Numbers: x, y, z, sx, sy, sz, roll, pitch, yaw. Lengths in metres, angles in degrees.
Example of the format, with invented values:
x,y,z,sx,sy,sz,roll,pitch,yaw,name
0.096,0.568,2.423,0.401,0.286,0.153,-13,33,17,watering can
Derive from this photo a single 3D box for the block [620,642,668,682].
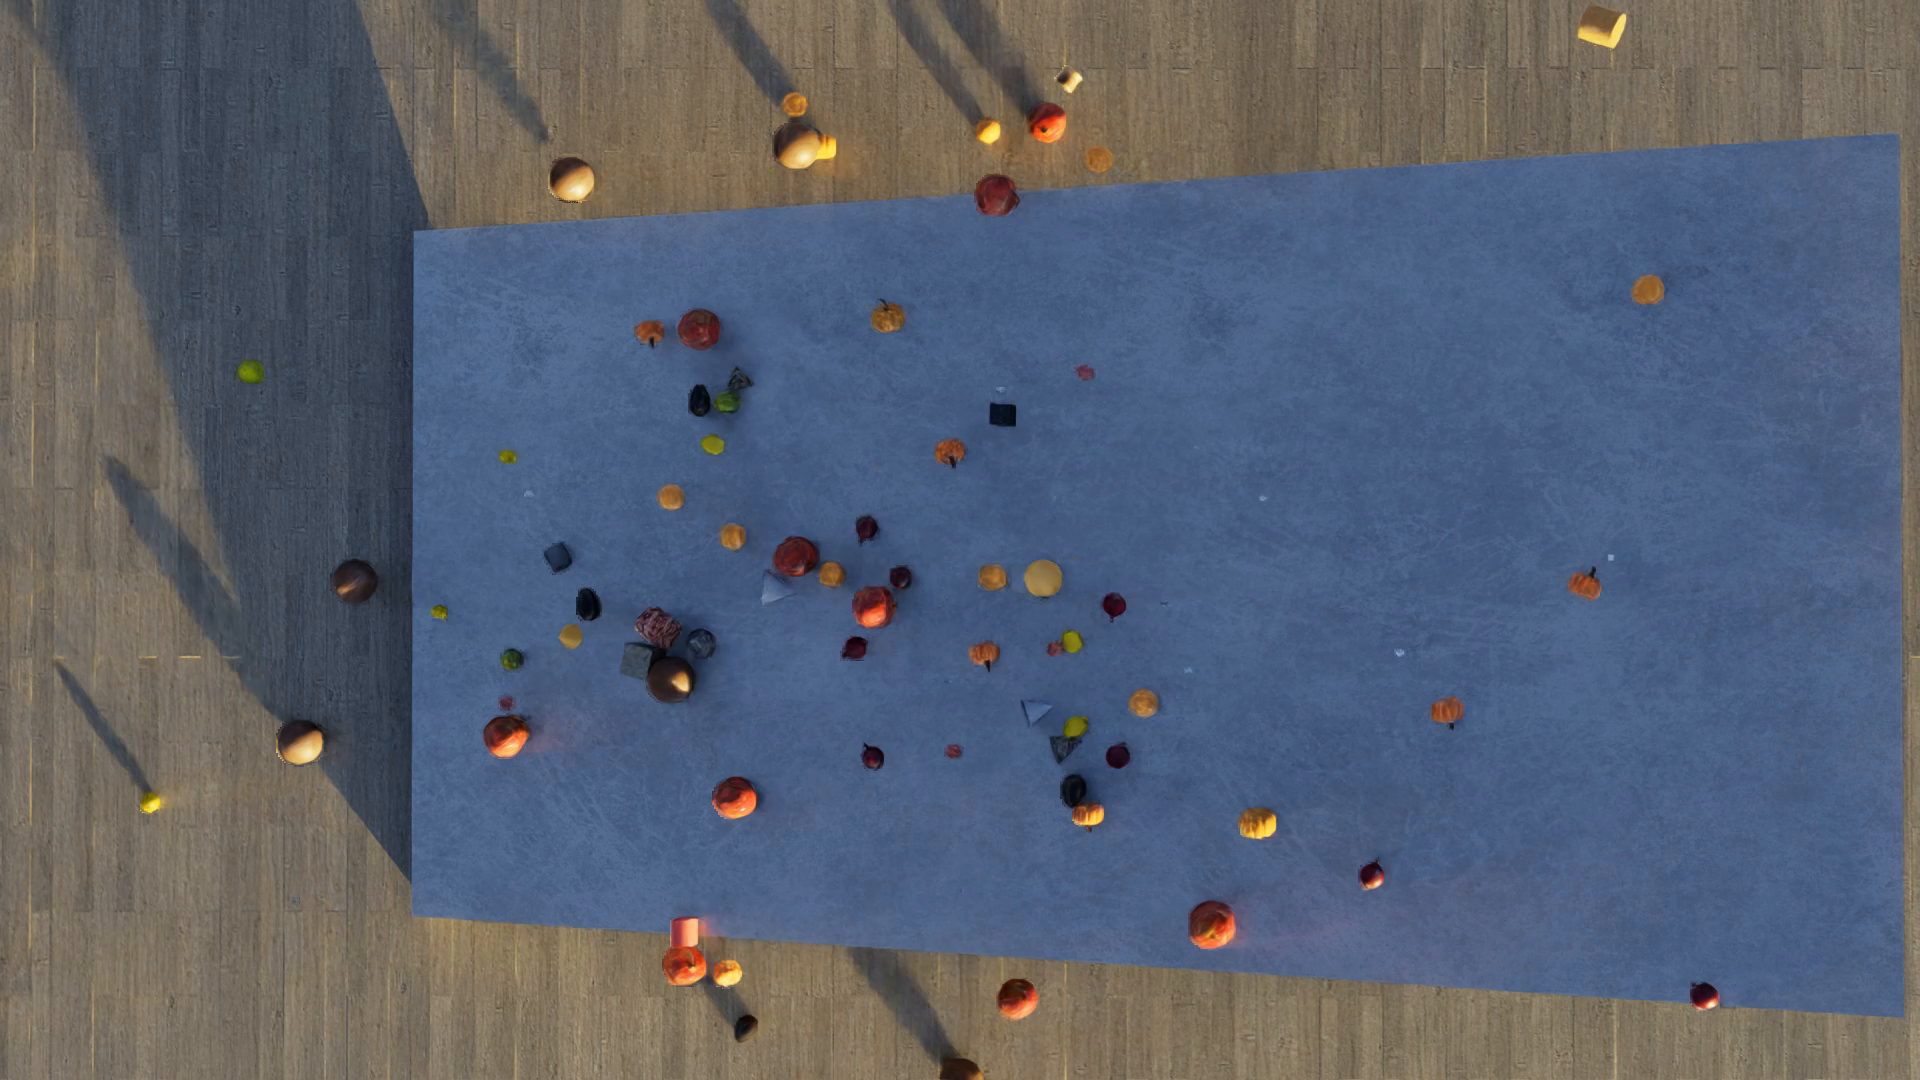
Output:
x,y,z,sx,sy,sz,roll,pitch,yaw,name
-0.877,0.337,6.092,0.086,0.086,0.086,13,94,21,block

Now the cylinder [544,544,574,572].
x,y,z,sx,sy,sz,roll,pitch,yaw,name
-1.133,0.051,6.206,0.061,0.061,0.061,-29,81,0,cylinder

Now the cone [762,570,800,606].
x,y,z,sx,sy,sz,roll,pitch,yaw,name
-0.483,0.134,5.963,0.100,0.100,0.100,6,89,-5,cone

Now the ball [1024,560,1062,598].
x,y,z,sx,sy,sz,roll,pitch,yaw,name
0.215,0.099,5.662,0.098,0.098,0.098,0,89,0,ball

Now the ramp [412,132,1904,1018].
x,y,z,sx,sy,sz,roll,pitch,yaw,name
0.282,0.087,5.742,4.000,0.100,2.000,0,89,21,ramp

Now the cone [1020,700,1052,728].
x,y,z,sx,sy,sz,roll,pitch,yaw,name
0.206,0.439,5.695,0.078,0.078,0.078,-16,89,-6,cone

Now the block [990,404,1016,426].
x,y,z,sx,sy,sz,roll,pitch,yaw,name
0.112,-0.326,5.731,0.054,0.054,0.054,3,90,21,block

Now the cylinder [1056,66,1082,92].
x,y,z,sx,sy,sz,roll,pitch,yaw,name
0.311,-1.313,6.270,0.055,0.055,0.055,41,99,0,cylinder

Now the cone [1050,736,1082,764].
x,y,z,sx,sy,sz,roll,pitch,yaw,name
0.280,0.530,5.665,0.079,0.079,0.079,-17,89,-7,cone

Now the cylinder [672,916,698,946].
x,y,z,sx,sy,sz,roll,pitch,yaw,name
-0.755,1.075,6.036,0.072,0.072,0.072,-1,87,0,cylinder

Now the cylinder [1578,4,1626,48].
x,y,z,sx,sy,sz,roll,pitch,yaw,name
1.774,-1.420,6.080,0.095,0.095,0.095,25,89,25,cylinder

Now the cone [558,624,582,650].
x,y,z,sx,sy,sz,roll,pitch,yaw,name
-1.113,0.273,6.193,0.072,0.072,0.072,0,89,21,cone

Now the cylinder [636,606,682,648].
x,y,z,sx,sy,sz,roll,pitch,yaw,name
-0.831,0.240,6.066,0.087,0.087,0.087,33,89,30,cylinder

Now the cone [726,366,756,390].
x,y,z,sx,sy,sz,roll,pitch,yaw,name
-0.593,-0.433,6.019,0.074,0.074,0.074,18,89,-6,cone

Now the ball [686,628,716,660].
x,y,z,sx,sy,sz,roll,pitch,yaw,name
-0.709,0.285,6.028,0.085,0.085,0.085,0,89,0,ball
